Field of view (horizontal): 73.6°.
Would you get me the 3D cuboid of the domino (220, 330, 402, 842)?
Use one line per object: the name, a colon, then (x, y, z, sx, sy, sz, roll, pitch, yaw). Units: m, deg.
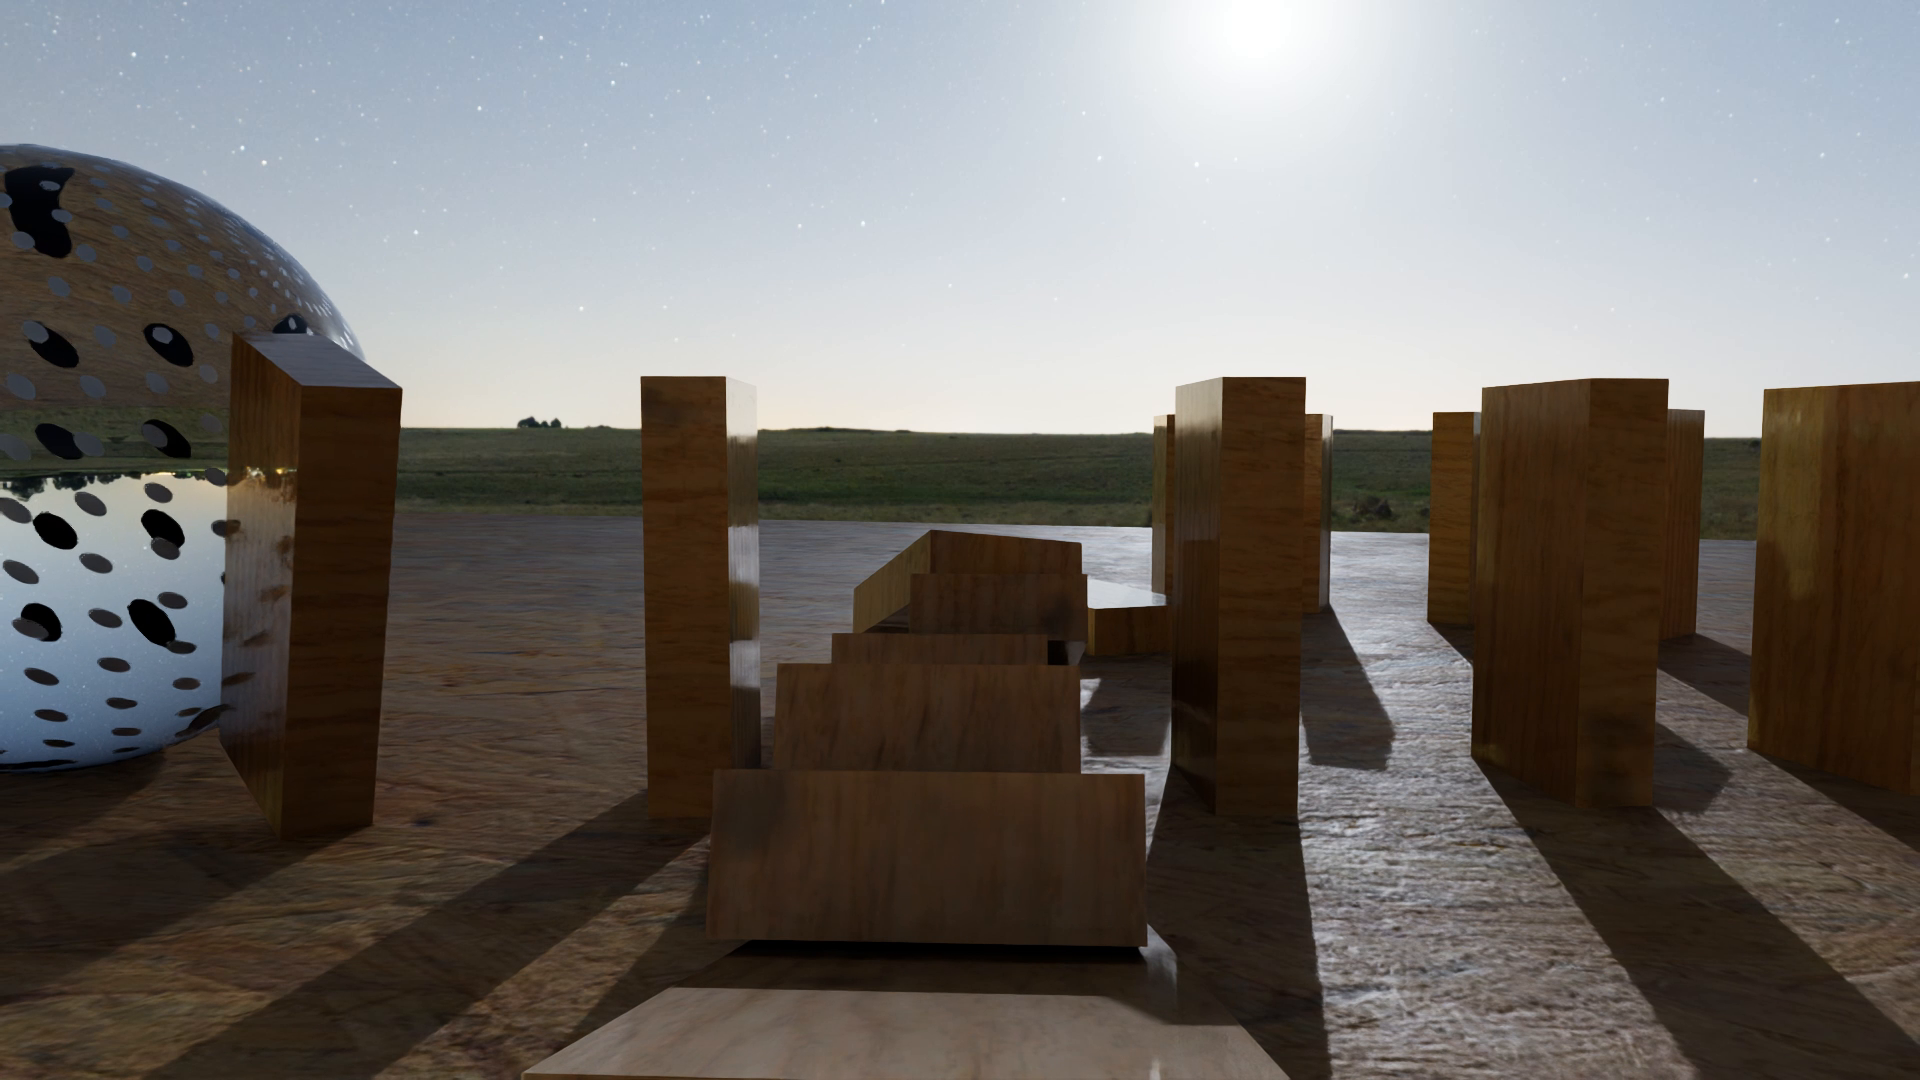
domino: (-0.073, 0.004, 0.142, 0.010, 0.050, 0.025, -4, 22, -43)

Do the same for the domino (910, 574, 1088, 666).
domino: (0.006, 0.015, 0.204, 0.025, 0.010, 0.050, 0, -13, 2)

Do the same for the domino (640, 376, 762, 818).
domino: (-0.031, 0.006, 0.157, 0.009, 0.050, 0.025, 0, 4, -1)

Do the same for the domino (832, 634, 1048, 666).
domino: (-0.001, 0.019, 0.173, 0.025, 0.010, 0.050, 0, -9, 3)

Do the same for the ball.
ball: (-0.118, -0.010, 0.167, 0.080, 0.080, 0.080, 0, 4, 0)

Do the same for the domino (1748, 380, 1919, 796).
domino: (0.117, 0.005, 0.167, 0.009, 0.050, 0.025, -1, 4, -11)

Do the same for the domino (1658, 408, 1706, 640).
domino: (0.154, -0.004, 0.284, 0.025, 0.050, 0.010, -4, 6, -39)

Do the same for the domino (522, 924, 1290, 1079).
domino: (-0.001, 0.027, 0.065, 0.025, 0.009, 0.050, 0, -11, 3)

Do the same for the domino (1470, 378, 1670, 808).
domino: (0.076, 0.005, 0.161, 0.009, 0.050, 0.025, 0, 4, -5)

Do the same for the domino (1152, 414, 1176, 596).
domino: (0.058, -0.008, 0.341, 0.009, 0.050, 0.025, 0, 4, 1)

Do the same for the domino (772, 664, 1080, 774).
domino: (-0.002, 0.021, 0.129, 0.025, 0.009, 0.050, 0, -14, 3)

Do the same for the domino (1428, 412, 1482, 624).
domino: (0.124, -0.006, 0.313, 0.009, 0.050, 0.025, 3, 5, 38)

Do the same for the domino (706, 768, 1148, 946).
domino: (-0.001, 0.023, 0.098, 0.025, 0.010, 0.050, 0, -13, 3)

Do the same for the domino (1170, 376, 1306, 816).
domino: (0.034, 0.006, 0.158, 0.009, 0.050, 0.025, 0, 4, -2)

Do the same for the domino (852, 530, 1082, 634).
domino: (0.000, 0.009, 0.222, 0.025, 0.009, 0.050, 5, -14, -18)

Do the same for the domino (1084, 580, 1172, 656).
domino: (0.030, 0.016, 0.285, 0.025, 0.009, 0.050, -2, 5, -20)

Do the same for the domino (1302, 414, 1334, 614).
domino: (0.090, -0.007, 0.333, 0.009, 0.050, 0.025, 2, 5, 22)
